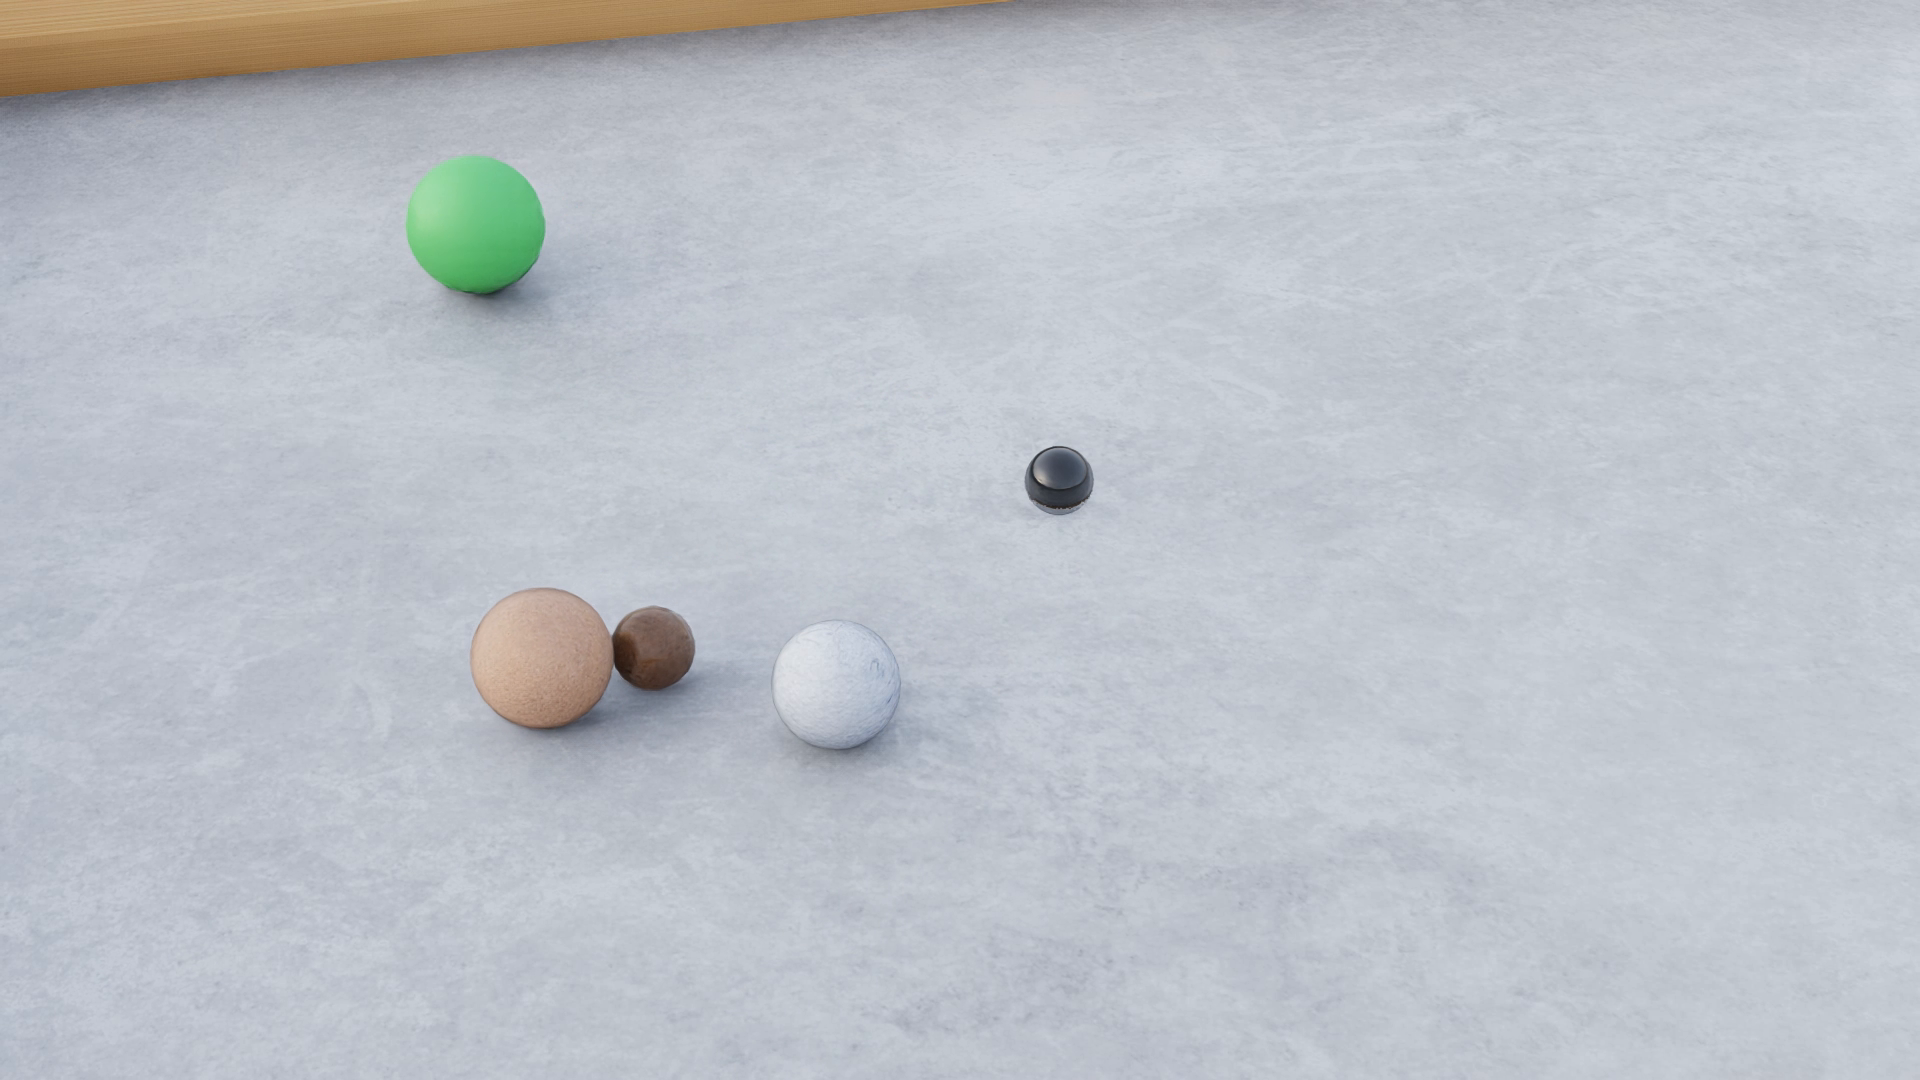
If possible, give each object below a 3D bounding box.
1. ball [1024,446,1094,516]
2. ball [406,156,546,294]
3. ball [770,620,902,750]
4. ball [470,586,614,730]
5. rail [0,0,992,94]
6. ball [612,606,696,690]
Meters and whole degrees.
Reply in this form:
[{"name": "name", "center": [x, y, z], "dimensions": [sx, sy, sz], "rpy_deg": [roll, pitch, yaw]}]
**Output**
[{"name": "ball", "center": [0.064, -0.038, 1.648], "dimensions": [0.045, 0.045, 0.045], "rpy_deg": [0, 36, 0]}, {"name": "ball", "center": [-0.352, -0.229, 1.864], "dimensions": [0.099, 0.099, 0.099], "rpy_deg": [0, 36, 0]}, {"name": "ball", "center": [-0.070, 0.082, 1.458], "dimensions": [0.074, 0.074, 0.074], "rpy_deg": [0, 36, 0]}, {"name": "ball", "center": [-0.240, 0.068, 1.471], "dimensions": [0.082, 0.082, 0.082], "rpy_deg": [0, 36, 0]}, {"name": "rail", "center": [0.548, -0.590, 2.335], "dimensions": [2.990, 0.129, 0.045], "rpy_deg": [-8, 37, -10]}, {"name": "ball", "center": [-0.180, 0.063, 1.505], "dimensions": [0.049, 0.049, 0.049], "rpy_deg": [0, 36, 0]}]
